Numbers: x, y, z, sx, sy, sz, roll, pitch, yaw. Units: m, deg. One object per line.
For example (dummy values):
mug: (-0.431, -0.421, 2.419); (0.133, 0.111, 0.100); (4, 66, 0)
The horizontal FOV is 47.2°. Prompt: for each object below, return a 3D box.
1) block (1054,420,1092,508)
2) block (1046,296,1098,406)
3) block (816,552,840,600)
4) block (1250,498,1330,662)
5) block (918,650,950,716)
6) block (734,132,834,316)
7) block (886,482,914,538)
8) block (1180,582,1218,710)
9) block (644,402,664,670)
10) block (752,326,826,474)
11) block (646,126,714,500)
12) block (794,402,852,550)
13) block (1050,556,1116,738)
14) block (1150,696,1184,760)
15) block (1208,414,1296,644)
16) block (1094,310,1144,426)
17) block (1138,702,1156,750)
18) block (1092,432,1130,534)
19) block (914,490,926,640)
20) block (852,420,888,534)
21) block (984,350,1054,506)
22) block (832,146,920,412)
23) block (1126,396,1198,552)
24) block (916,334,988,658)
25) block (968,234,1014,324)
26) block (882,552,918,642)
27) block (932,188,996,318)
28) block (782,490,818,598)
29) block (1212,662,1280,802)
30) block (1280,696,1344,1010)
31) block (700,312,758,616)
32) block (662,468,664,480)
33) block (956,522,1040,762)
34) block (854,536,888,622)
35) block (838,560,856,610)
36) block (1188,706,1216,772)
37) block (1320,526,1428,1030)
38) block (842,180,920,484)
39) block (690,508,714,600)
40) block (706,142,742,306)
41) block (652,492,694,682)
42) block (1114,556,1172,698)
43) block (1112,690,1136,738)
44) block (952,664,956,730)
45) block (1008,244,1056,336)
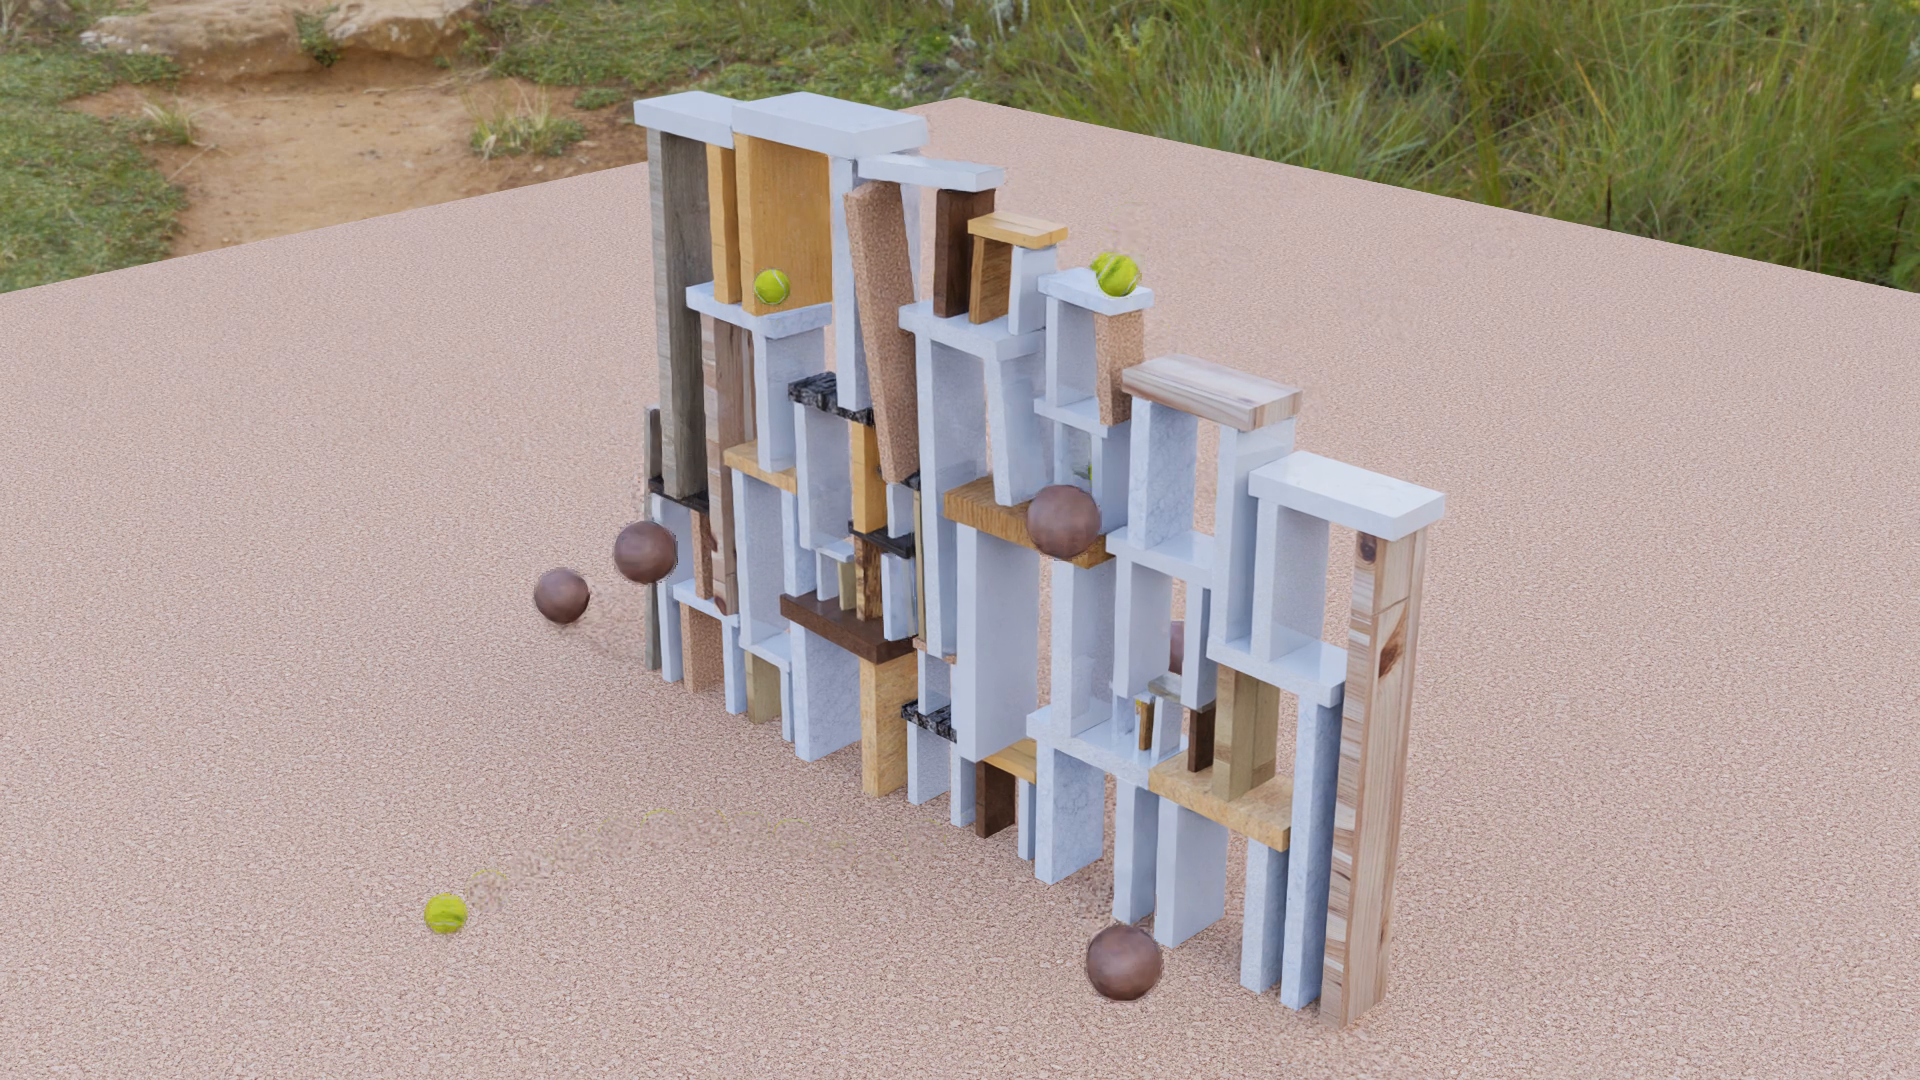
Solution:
block: (0.217, -0.156, 3.999); (0.091, 0.183, 0.026); (-12, 25, -26)
block: (0.198, -0.341, 3.882); (0.098, 0.196, 0.028); (-18, 28, -36)
block: (-0.270, 0.068, 4.533); (0.053, 0.106, 0.015); (-17, 27, -36)
block: (0.549, 0.049, 3.644); (0.140, 0.280, 0.040); (-20, 29, -38)
block: (-0.052, 0.273, 4.392); (0.020, 0.140, 0.070); (21, 31, 40)
block: (-0.344, -0.632, 4.315); (0.179, 0.358, 0.051); (-16, 27, -32)
block: (-0.113, -0.071, 4.305); (0.063, 0.126, 0.018); (-20, 28, -39)
block: (0.441, 0.166, 3.832); (0.034, 0.238, 0.119); (21, 31, 39)
block: (-0.669, -0.005, 4.941); (0.023, 0.650, 0.081); (26, 34, 38)
block: (-0.342, -0.294, 4.462); (0.147, 0.293, 0.042); (-19, 30, -37)
block: (-0.561, -0.481, 4.623); (0.160, 0.798, 0.045); (-20, 31, -39)
block: (-0.276, -0.144, 4.454); (0.114, 0.314, 0.032); (-20, 28, -40)
block: (0.246, 0.171, 4.039); (0.050, 0.351, 0.175); (21, 31, 40)
block: (0.374, 0.330, 3.954); (0.017, 0.126, 0.061); (24, 33, 39)
block: (0.489, -0.026, 3.685); (0.137, 0.386, 0.039); (-17, 29, -35)
block: (0.278, -0.305, 3.794); (0.028, 0.196, 0.098); (13, 26, 39)
block: (0.347, 0.331, 3.989); (0.014, 0.095, 0.048); (24, 33, 39)
block: (0.274, -0.109, 3.887); (0.091, 0.183, 0.026); (-19, 27, -37)
block: (-0.056, 0.041, 4.292); (0.063, 0.322, 0.018); (-22, 33, -36)
block: (-0.158, -0.138, 4.330); (0.032, 0.229, 0.114); (20, 29, 39)
block: (0.117, -0.215, 4.013); (0.139, 0.279, 0.040); (-21, 24, -41)
block: (-0.156, -0.505, 4.186); (0.051, 0.494, 0.179); (20, 29, 39)
block: (0.350, -0.131, 3.789); (0.039, 0.274, 0.137); (21, 31, 39)
block: (-0.010, -0.095, 4.201); (0.040, 0.646, 0.140); (18, 29, 41)
block: (0.057, -0.476, 3.953); (0.023, 0.165, 0.082); (27, 36, 35)
block: (-0.108, 0.104, 4.352); (0.090, 0.181, 0.026); (-16, 26, -31)
block: (0.007, -0.528, 3.993); (0.117, 0.233, 0.033); (-21, 34, -41)
block: (-0.311, -0.010, 4.555); (0.033, 0.235, 0.117); (21, 31, 40)
block: (0.498, 0.312, 3.813); (0.130, 0.261, 0.037); (-21, 31, -40)
block: (0.619, 0.518, 3.766); (0.131, 0.604, 0.037); (-21, 31, -41)
block: (-0.465, -0.171, 4.660); (0.042, 0.674, 0.147); (21, 31, 41)
block: (-0.600, -0.206, 4.790); (0.081, 0.163, 0.023); (-20, 47, -39)
block: (0.073, 0.173, 4.211); (0.050, 0.489, 0.175); (21, 31, 40)
block: (-0.167, 0.066, 4.441); (0.090, 0.181, 0.026); (-18, 28, -37)
block: (-0.219, 0.086, 4.489); (0.053, 0.106, 0.015); (-10, 19, -24)
block: (0.434, 0.348, 3.906); (0.061, 0.122, 0.017); (-19, 30, -37)
block: (0.684, 0.394, 3.653); (0.040, 0.921, 0.140); (21, 31, 41)
block: (-0.129, -0.386, 4.097); (0.033, 0.578, 0.117); (17, 37, 37)
block: (-0.533, 0.018, 4.810); (0.103, 0.207, 0.029); (-21, 30, -40)
block: (-0.420, -0.644, 4.393); (0.160, 0.320, 0.045); (-20, 30, -38)
block: (-0.631, 0.096, 4.949); (0.104, 0.458, 0.029); (-21, 31, -41)
block: (0.328, 0.139, 3.937); (0.034, 0.272, 0.119); (20, 31, 39)
block: (0.300, 0.311, 4.036); (0.048, 0.095, 0.014); (-20, 29, -39)
block: (0.015, 0.299, 4.332); (0.020, 0.140, 0.070); (21, 31, 40)
block: (0.128, -0.450, 3.887); (0.082, 0.165, 0.023); (-21, 37, -36)
